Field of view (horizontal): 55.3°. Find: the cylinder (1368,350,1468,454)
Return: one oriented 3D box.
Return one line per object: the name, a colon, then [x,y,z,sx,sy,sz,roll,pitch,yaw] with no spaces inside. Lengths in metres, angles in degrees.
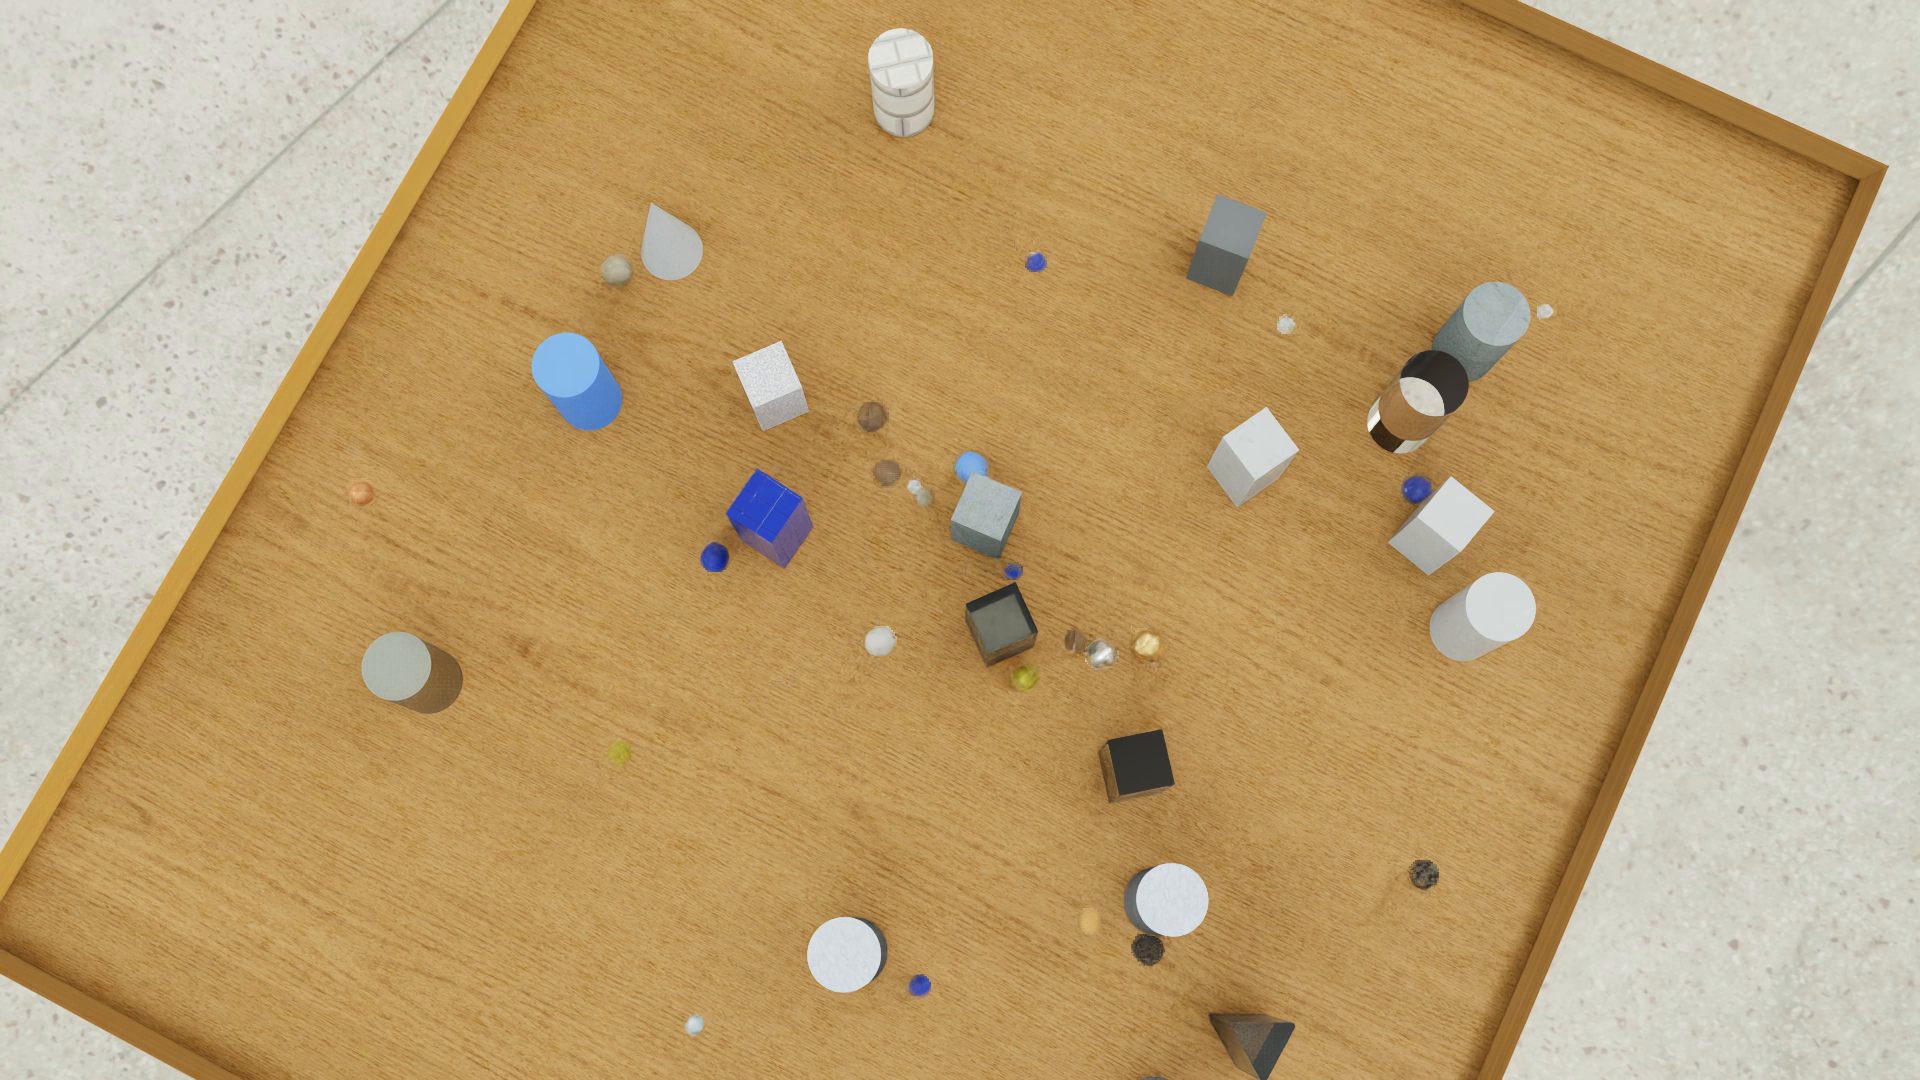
cylinder: [1.364,-0.408,5.481,0.198,0.431,0.198,0,78,0]

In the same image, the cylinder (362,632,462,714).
cylinder: [-1.598,0.392,5.362,0.198,0.339,0.198,0,78,0]

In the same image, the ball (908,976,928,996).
ball: [-0.120,1.296,5.319,0.058,0.058,0.058,0,78,0]

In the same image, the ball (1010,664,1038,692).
ball: [0.192,0.414,5.490,0.081,0.081,0.081,0,78,0]

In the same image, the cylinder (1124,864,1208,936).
cylinder: [0.581,1.024,5.205,0.198,0.391,0.198,0,78,0]

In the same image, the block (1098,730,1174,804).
block: [0.506,0.658,5.296,0.158,0.361,0.158,-11,79,-2]

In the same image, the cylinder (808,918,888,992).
cylinder: [-0.310,1.158,5.136,0.198,0.471,0.198,0,78,0]

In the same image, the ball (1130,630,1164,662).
ball: [0.561,0.318,5.500,0.099,0.099,0.099,0,78,0]

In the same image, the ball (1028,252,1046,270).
ball: [0.240,-0.878,5.769,0.058,0.058,0.058,0,78,0]

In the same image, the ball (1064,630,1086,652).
ball: [0.346,0.307,5.520,0.065,0.065,0.065,0,78,0]

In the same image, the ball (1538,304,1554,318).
ball: [1.835,-0.717,5.742,0.045,0.045,0.045,0,78,0]

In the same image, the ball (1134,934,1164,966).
ball: [0.549,1.191,5.323,0.089,0.089,0.089,0,78,0]

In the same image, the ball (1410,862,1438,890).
ball: [1.359,0.984,5.372,0.079,0.079,0.079,0,78,0]

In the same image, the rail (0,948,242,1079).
rail: [-1.046,2.055,5.125,4.134,0.128,0.045,26,80,5]

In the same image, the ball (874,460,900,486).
ball: [-0.224,-0.206,5.617,0.083,0.083,0.083,0,78,0]

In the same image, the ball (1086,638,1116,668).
ball: [0.424,0.341,5.500,0.089,0.089,0.089,0,78,0]

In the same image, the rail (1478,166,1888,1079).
rail: [1.828,0.902,5.363,0.045,0.128,4.724,26,80,5]

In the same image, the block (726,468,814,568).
block: [-0.559,-0.058,5.428,0.158,0.393,0.158,33,80,6]

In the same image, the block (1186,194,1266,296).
block: [0.815,-0.902,5.633,0.158,0.333,0.158,22,79,4]

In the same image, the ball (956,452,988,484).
ball: [0.036,-0.220,5.612,0.099,0.099,0.099,0,78,0]

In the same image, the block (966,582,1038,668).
block: [0.120,0.254,5.409,0.158,0.303,0.158,-23,79,-5]

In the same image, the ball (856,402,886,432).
ball: [-0.272,-0.379,5.649,0.090,0.090,0.090,0,78,0]

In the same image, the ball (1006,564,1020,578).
ball: [0.161,0.095,5.549,0.046,0.046,0.046,0,78,0]

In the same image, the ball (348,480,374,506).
ball: [-1.833,-0.143,5.607,0.077,0.077,0.077,0,78,0]

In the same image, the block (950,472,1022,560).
block: [0.077,-0.070,5.483,0.158,0.290,0.158,23,79,5]

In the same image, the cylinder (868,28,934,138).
cylinder: [-0.180,-1.425,5.732,0.198,0.352,0.198,0,78,0]

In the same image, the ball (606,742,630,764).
ball: [-1.016,0.635,5.451,0.067,0.067,0.067,0,78,0]

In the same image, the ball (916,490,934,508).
ball: [-0.109,-0.128,5.616,0.053,0.053,0.053,0,78,0]

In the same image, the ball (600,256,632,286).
ball: [-1.077,-0.842,5.742,0.095,0.095,0.095,0,78,0]

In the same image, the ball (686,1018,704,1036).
ball: [-0.769,1.406,5.299,0.052,0.052,0.052,0,78,0]

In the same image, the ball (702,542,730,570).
ball: [-0.743,0.049,5.563,0.086,0.086,0.086,0,78,0]

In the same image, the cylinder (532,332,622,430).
cylinder: [-1.151,-0.473,5.526,0.198,0.368,0.198,0,78,0]

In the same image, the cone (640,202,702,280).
cone: [-0.913,-0.958,5.611,0.198,0.399,0.198,0,78,0]

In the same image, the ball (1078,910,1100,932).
ball: [0.377,1.114,5.356,0.060,0.060,0.060,0,78,0]

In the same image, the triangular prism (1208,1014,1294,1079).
triangular prism: [0.784,1.371,5.097,0.148,0.462,0.171,31,80,6]

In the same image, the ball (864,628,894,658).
ball: [-0.241,0.307,5.507,0.089,0.089,0.089,0,78,0]

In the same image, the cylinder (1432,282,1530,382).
cylinder: [1.574,-0.626,5.556,0.198,0.372,0.198,0,78,0]

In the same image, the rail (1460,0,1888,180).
rail: [1.046,-2.041,5.972,4.134,0.128,0.045,26,80,5]

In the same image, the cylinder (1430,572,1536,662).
cylinder: [1.523,0.229,5.361,0.198,0.407,0.198,0,78,0]

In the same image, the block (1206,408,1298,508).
block: [0.872,-0.243,5.485,0.158,0.357,0.158,-34,80,-7]

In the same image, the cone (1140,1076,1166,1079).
cone: [0.559,1.609,5.092,0.198,0.375,0.198,0,78,0]

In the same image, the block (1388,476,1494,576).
block: [1.422,-0.037,5.437,0.158,0.367,0.158,40,81,8]

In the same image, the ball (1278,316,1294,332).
ball: [1.022,-0.674,5.731,0.048,0.048,0.048,0,78,0]

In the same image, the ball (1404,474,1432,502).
ball: [1.401,-0.157,5.606,0.085,0.085,0.085,0,78,0]

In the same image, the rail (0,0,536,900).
rail: [-1.828,-0.888,5.734,0.045,0.128,4.724,26,80,5]

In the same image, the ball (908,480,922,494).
ball: [-0.140,-0.164,5.628,0.044,0.044,0.044,0,78,0]

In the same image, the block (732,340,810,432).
block: [-0.573,-0.465,5.578,0.158,0.265,0.158,-24,79,-5]
